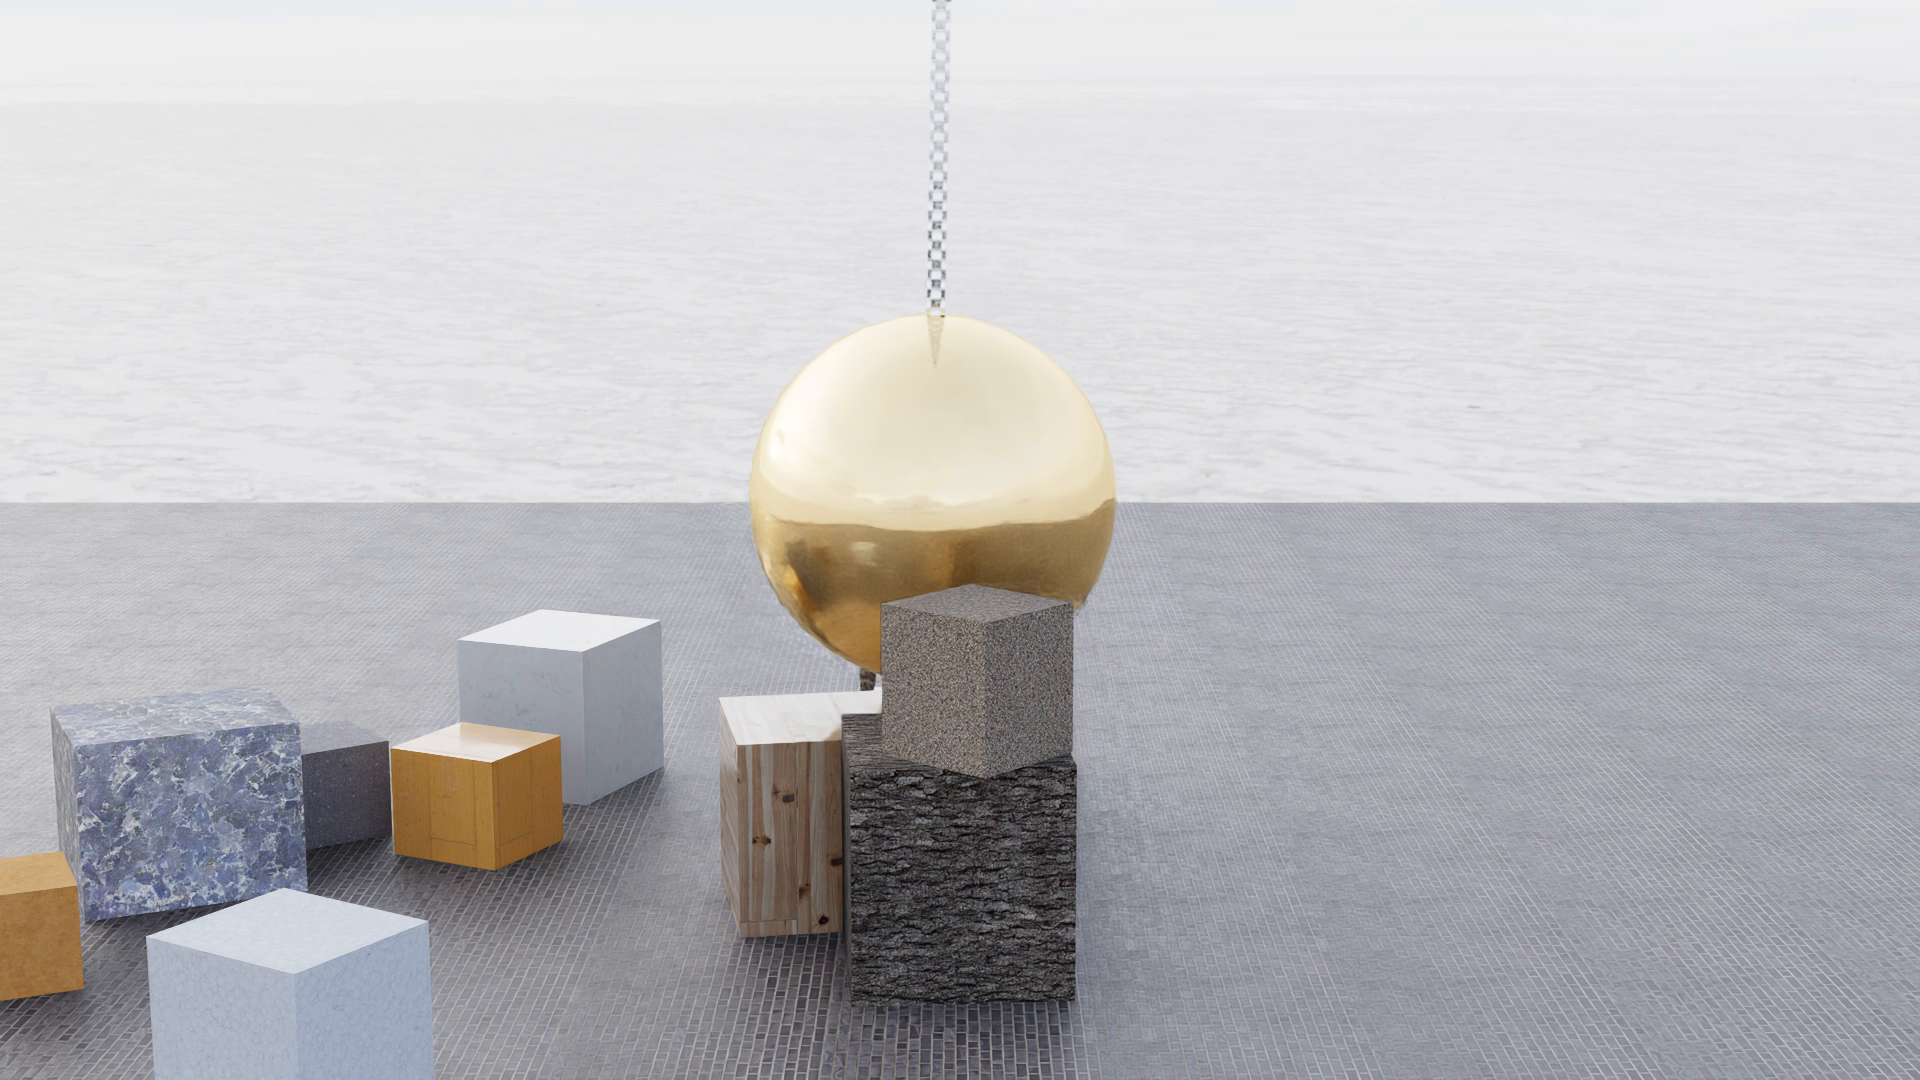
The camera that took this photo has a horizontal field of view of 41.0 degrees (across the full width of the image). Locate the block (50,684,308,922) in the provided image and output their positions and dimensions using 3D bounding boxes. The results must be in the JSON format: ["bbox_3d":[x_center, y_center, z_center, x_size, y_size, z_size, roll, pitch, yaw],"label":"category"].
[{"bbox_3d":[-3.423,1.131,11.229,0.928,0.758,0.755,-5,11,-26],"label":"block"}]

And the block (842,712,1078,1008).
[{"bbox_3d":[-0.022,1.239,10.154,0.856,0.930,0.878,-1,10,-5],"label":"block"}]

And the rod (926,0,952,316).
[{"bbox_3d":[-0.052,-3.526,10.539,0.080,5.200,0.080,1,10,0],"label":"rod"}]

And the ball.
[{"bbox_3d":[-0.120,-0.181,11.147,1.600,1.600,1.600,0,10,0],"label":"ball"}]

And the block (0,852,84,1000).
[{"bbox_3d":[-3.735,1.518,10.048,0.497,0.418,0.493,-5,11,-25],"label":"block"}]

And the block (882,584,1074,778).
[{"bbox_3d":[0.068,0.529,9.810,0.523,0.589,0.514,9,14,41],"label":"block"}]

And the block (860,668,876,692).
[{"bbox_3d":[0.001,0.805,12.554,0.943,0.924,0.856,0,10,0],"label":"block"}]

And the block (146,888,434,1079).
[{"bbox_3d":[-2.267,1.637,8.721,0.692,0.659,0.616,6,12,31],"label":"block"}]

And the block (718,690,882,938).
[{"bbox_3d":[-0.528,1.147,10.965,0.920,0.819,0.818,-2,10,-10],"label":"block"}]

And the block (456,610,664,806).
[{"bbox_3d":[-1.995,0.825,12.887,0.708,0.766,0.780,4,11,22],"label":"block"}]

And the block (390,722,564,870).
[{"bbox_3d":[-2.210,1.166,11.760,0.561,0.499,0.525,5,11,26],"label":"block"}]

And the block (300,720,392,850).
[{"bbox_3d":[-3.007,1.146,12.004,0.517,0.450,0.483,-8,13,-36],"label":"block"}]

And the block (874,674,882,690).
[{"bbox_3d":[-0.007,1.012,11.797,0.755,0.789,0.688,0,10,0],"label":"block"}]
